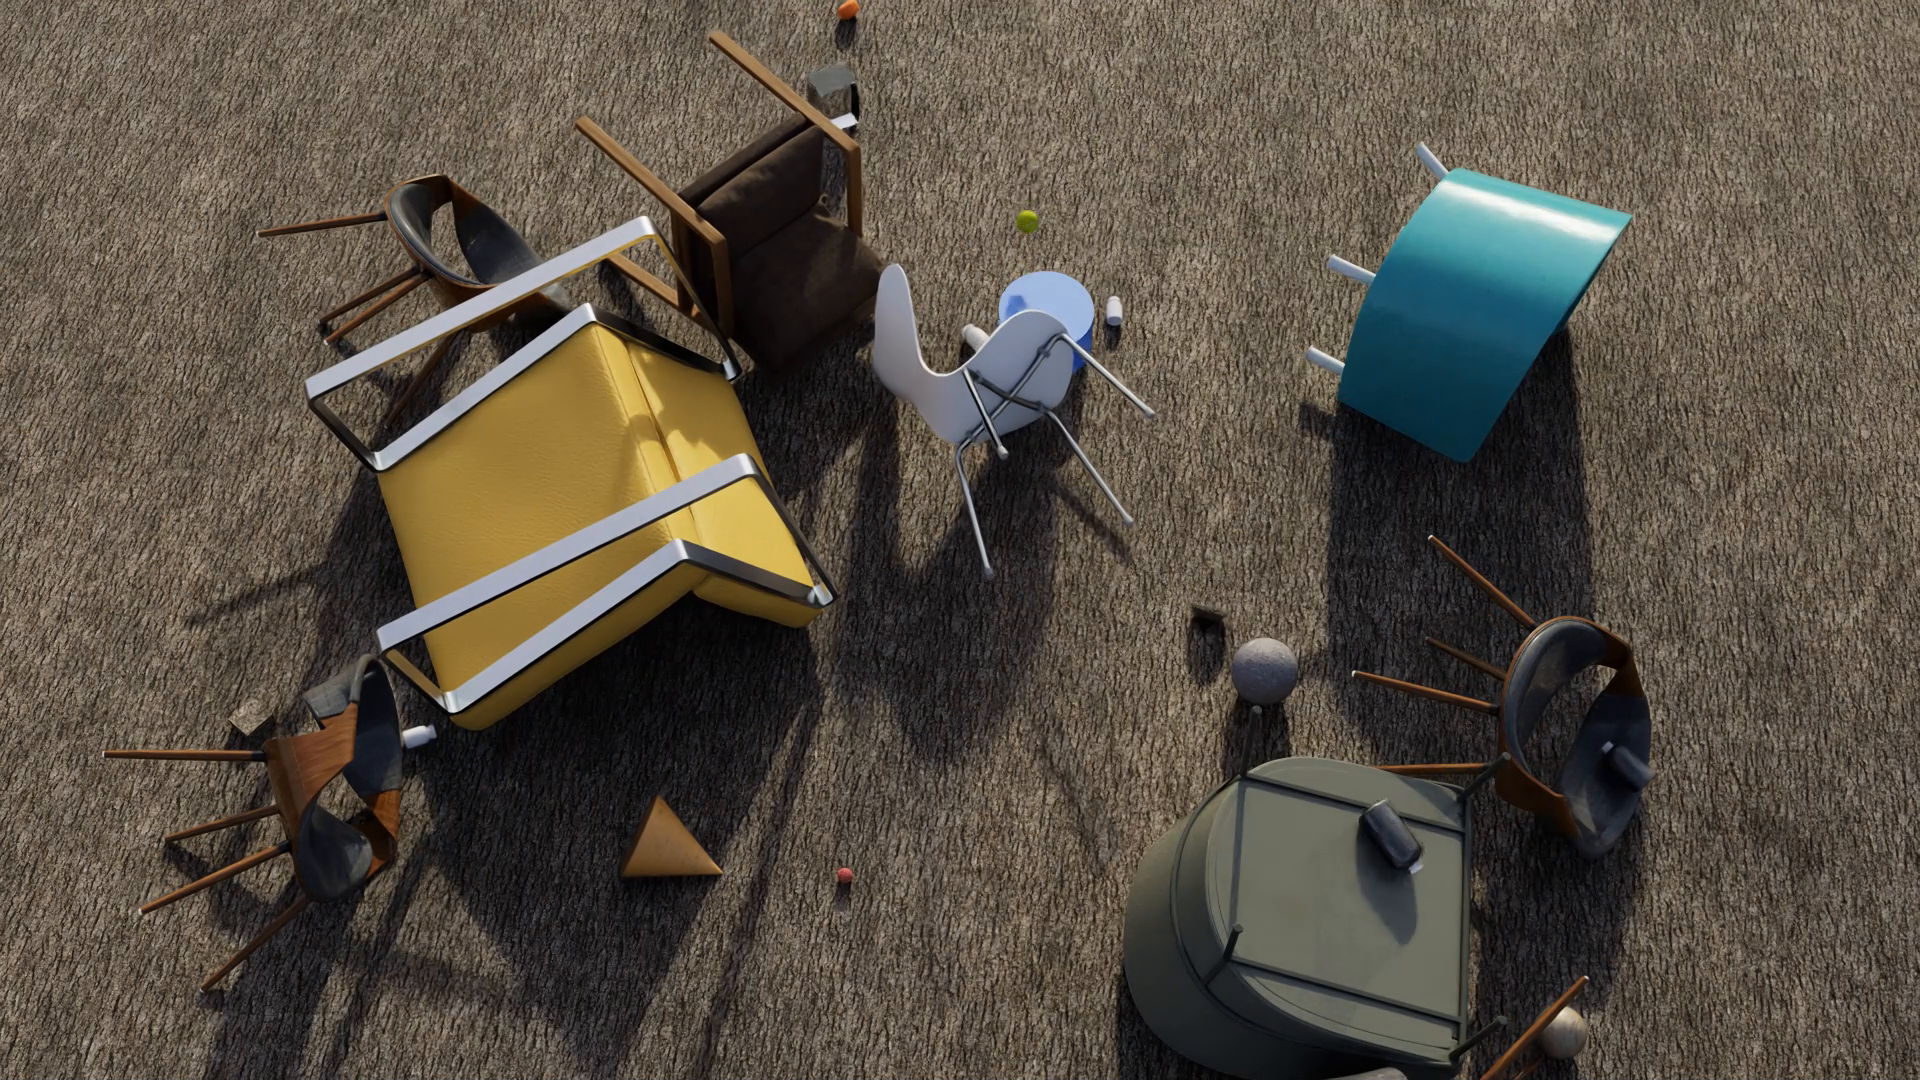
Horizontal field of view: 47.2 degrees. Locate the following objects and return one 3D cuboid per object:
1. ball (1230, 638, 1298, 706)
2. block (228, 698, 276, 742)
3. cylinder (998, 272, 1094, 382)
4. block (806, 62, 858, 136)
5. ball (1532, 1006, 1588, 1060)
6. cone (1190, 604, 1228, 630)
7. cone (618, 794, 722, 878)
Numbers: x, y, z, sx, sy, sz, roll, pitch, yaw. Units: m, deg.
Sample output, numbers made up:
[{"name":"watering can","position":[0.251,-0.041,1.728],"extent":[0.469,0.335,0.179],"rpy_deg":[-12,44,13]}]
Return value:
[{"name":"ball","position":[0.860,0.371,6.210],"extent":[0.191,0.191,0.191],"rpy_deg":[0,56,0]},{"name":"block","position":[-1.998,0.509,6.208],"extent":[0.083,0.041,0.091],"rpy_deg":[35,63,21]},{"name":"cylinder","position":[0.270,-0.675,6.932],"extent":[0.298,0.157,0.318],"rpy_deg":[0,56,0]},{"name":"block","position":[-0.432,-1.495,7.461],"extent":[0.136,0.189,0.109],"rpy_deg":[-25,60,-17]},{"name":"ball","position":[1.540,1.263,5.644],"extent":[0.137,0.137,0.137],"rpy_deg":[0,56,0]},{"name":"cone","position":[0.716,0.234,6.391],"extent":[0.119,0.107,0.067],"rpy_deg":[19,98,37]},{"name":"cone","position":[-0.754,0.852,5.946],"extent":[0.256,0.199,0.256],"rpy_deg":[26,55,-8]}]
